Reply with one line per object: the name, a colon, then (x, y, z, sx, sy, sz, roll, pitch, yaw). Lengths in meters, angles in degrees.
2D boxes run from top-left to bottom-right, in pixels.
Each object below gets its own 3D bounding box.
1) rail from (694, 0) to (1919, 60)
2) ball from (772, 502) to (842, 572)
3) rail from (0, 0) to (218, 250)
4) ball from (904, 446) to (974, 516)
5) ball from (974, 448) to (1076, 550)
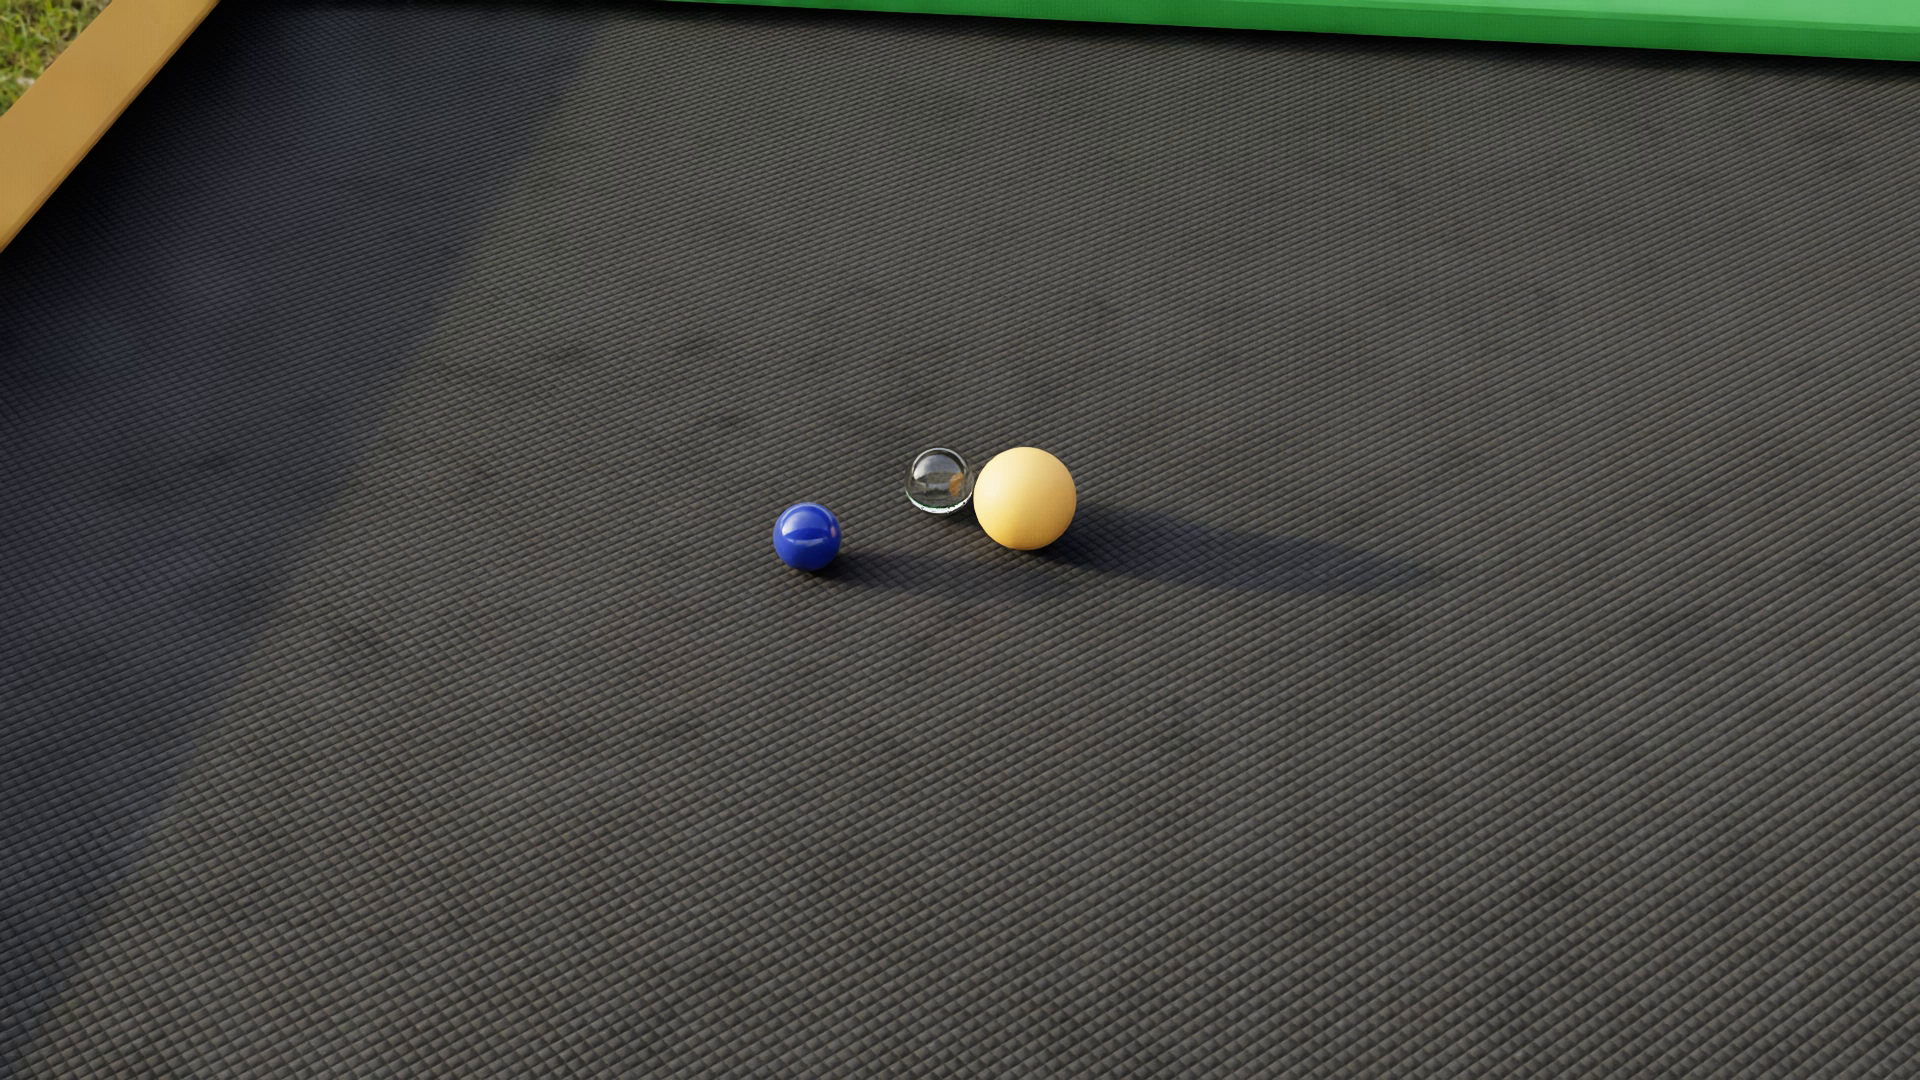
rail: (0.987, -0.501, 2.488, 3.529, 0.102, 0.045, 4, 35, 5)
ball: (-0.109, -0.002, 1.830, 0.049, 0.049, 0.049, 0, 35, 0)
rail: (-0.853, -0.076, 1.888, 0.045, 0.102, 1.938, 4, 35, 5)
ball: (-0.015, -0.043, 1.886, 0.052, 0.052, 0.052, 0, 35, 0)
ball: (0.047, -0.030, 1.847, 0.074, 0.074, 0.074, 0, 35, 0)
